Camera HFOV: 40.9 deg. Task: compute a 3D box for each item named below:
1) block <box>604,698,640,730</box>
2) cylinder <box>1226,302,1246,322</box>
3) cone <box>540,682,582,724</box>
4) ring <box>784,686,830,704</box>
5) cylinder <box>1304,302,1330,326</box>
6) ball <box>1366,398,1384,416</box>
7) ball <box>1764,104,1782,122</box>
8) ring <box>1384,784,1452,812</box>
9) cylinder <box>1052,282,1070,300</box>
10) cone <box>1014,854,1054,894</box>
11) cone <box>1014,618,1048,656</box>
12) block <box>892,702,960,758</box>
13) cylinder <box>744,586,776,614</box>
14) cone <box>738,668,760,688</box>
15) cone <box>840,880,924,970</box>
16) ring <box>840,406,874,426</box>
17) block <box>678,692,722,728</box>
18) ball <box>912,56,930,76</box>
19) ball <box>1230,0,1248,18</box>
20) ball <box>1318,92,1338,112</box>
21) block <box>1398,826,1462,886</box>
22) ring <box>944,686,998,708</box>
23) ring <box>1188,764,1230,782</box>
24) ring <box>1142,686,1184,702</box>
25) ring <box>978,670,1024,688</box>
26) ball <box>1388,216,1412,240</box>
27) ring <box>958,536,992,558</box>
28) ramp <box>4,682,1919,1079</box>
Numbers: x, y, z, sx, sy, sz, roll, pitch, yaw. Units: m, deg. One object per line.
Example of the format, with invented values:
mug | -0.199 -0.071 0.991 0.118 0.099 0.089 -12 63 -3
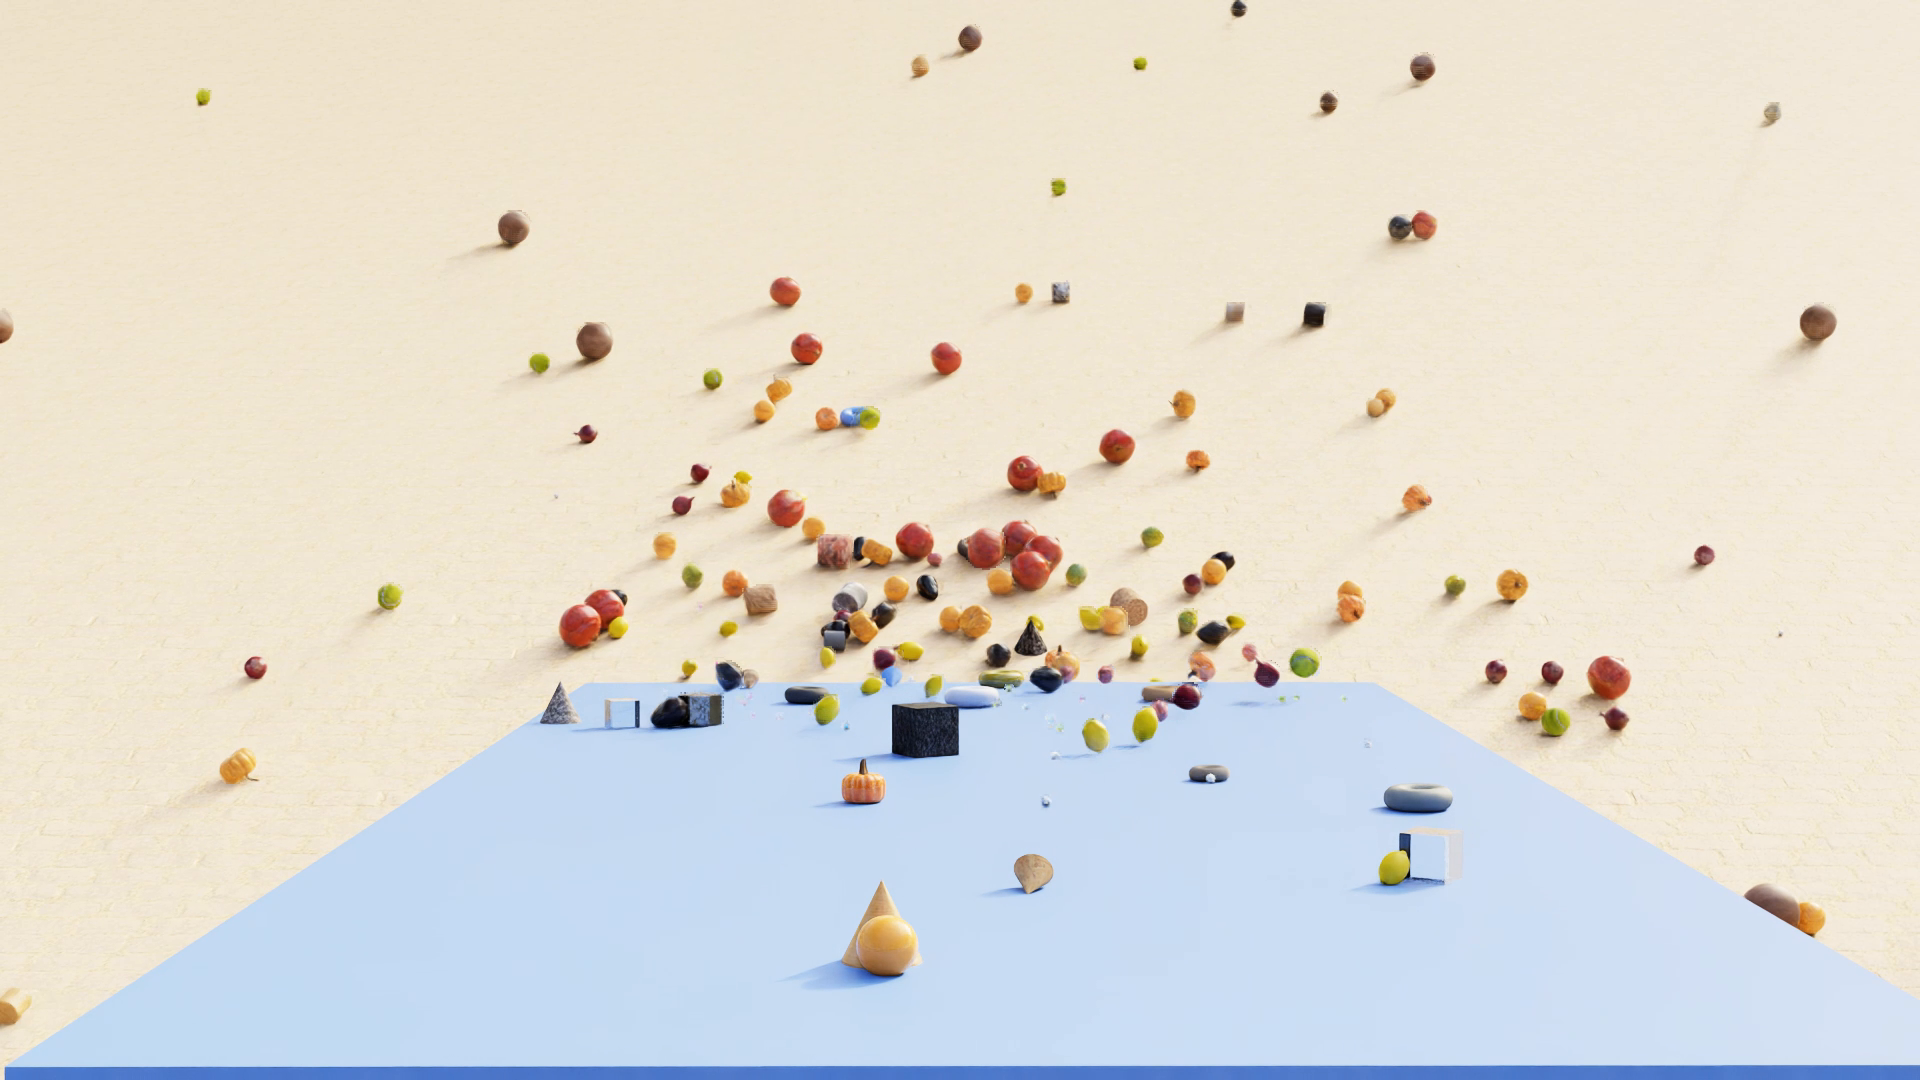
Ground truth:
block | -0.724 0.372 5.519 0.060 0.060 0.060 -1 2 -24
cylinder | 1.009 -0.833 9.426 0.068 0.068 0.068 4 24 8
cone | -0.873 0.352 5.628 0.092 0.092 0.092 0 2 0
ring | -0.359 0.364 6.043 0.108 0.036 0.108 1 2 0
cylinder | 1.299 -0.822 9.389 0.077 0.077 0.077 9 25 20
ball | 1.377 -0.440 8.540 0.056 0.056 0.056 0 24 0
ball | 3.825 -2.011 12.111 0.081 0.081 0.081 0 24 0
ring | 0.766 0.431 4.303 0.115 0.038 0.115 -1 2 0
cylinder | 0.380 -0.932 9.656 0.065 0.065 0.065 -7 24 -1
cone | 0.096 0.468 3.520 0.056 0.056 0.056 4 29 9
cone | 0.191 0.252 6.912 0.090 0.090 0.090 0 24 0
block | -0.068 0.372 5.052 0.097 0.097 0.097 -1 3 -31
cylinder | -0.552 0.166 7.125 0.075 0.075 0.075 -7 24 -16
cone | -0.523 0.356 6.399 0.052 0.052 0.052 -2 29 -5
cone | -0.093 0.450 3.050 0.098 0.098 0.098 0 2 0
ring | -0.340 -0.408 8.487 0.116 0.039 0.116 1 24 0
block | -0.563 0.367 5.568 0.066 0.066 0.066 2 3 38
ball | -0.197 -2.382 12.941 0.098 0.098 0.098 0 24 0
ball | 1.538 -2.928 14.194 0.096 0.096 0.096 0 24 0
ball | 1.756 -2.085 12.262 0.096 0.096 0.096 0 24 0
block | 0.661 0.443 3.611 0.068 0.068 0.068 1 3 32
ring | 0.027 0.363 5.971 0.128 0.043 0.128 -1 1 0
ring | 0.452 0.423 4.667 0.075 0.025 0.075 -1 3 0
ring | 0.480 0.363 6.091 0.098 0.033 0.098 -1 3 0
ring | 0.103 0.347 6.429 0.117 0.039 0.117 -1 3 0
ball | 1.771 -1.259 10.367 0.096 0.096 0.096 0 24 0
ring | 0.042 0.022 7.505 0.103 0.034 0.103 0 28 0
ramp | 0.054 0.490 4.542 2.000 0.100 4.000 0 2 0
